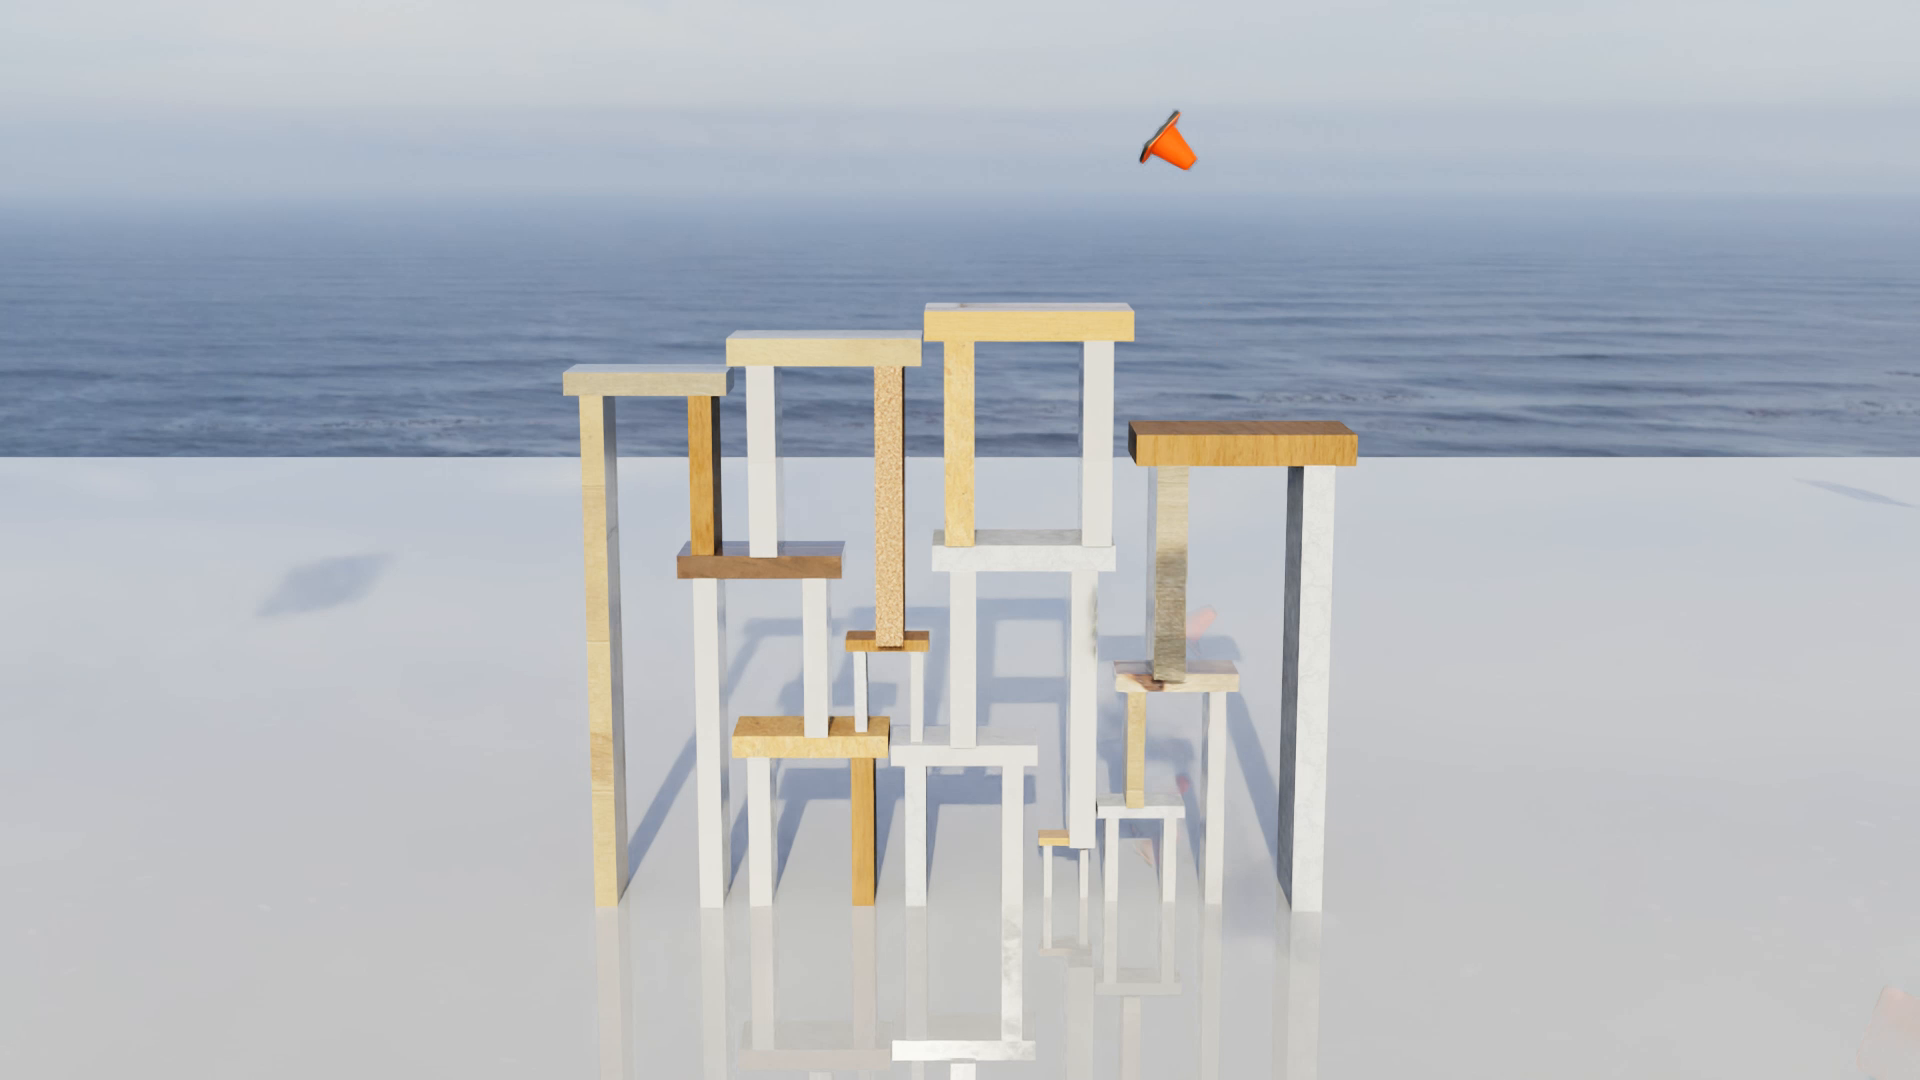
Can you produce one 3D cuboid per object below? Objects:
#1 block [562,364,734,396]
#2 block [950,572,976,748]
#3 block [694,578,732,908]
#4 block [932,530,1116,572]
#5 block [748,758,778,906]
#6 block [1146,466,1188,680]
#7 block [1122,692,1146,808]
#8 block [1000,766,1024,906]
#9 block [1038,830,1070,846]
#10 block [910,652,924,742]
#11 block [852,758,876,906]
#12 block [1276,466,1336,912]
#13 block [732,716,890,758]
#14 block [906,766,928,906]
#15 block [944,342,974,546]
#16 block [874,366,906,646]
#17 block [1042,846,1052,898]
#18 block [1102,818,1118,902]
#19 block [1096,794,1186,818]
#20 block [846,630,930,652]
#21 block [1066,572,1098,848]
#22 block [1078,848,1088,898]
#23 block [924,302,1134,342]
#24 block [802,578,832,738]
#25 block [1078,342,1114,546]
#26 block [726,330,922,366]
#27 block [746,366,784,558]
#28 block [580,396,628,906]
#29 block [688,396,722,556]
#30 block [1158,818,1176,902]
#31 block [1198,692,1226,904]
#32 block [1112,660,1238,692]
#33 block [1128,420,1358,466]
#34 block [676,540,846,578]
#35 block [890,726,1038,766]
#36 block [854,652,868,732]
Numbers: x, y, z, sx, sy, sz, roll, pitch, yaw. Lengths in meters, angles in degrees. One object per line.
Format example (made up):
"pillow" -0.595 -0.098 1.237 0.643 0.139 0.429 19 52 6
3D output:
"block" -0.495 -0.256 3.514 0.256 0.036 0.128 0 11 0
"block" 0.005 0.179 3.596 0.041 0.292 0.146 0 11 0
"block" -0.407 0.320 3.617 0.037 0.550 0.131 0 11 0
"block" 0.102 0.016 3.565 0.292 0.041 0.146 0 11 0
"block" -0.327 0.465 3.650 0.036 0.252 0.126 0 11 0
"block" 0.335 0.038 3.567 0.049 0.346 0.173 0 11 0
"block" 0.286 0.332 3.622 0.028 0.197 0.099 0 10 0
"block" 0.086 0.473 3.650 0.034 0.238 0.119 0 11 0
"block" 0.176 0.494 3.656 0.090 0.013 0.045 0 11 0
"block" -0.070 0.249 3.605 0.019 0.151 0.068 0 11 0
"block" -0.159 0.465 3.650 0.036 0.252 0.126 0 11 0
"block" 0.565 0.229 3.603 0.049 0.734 0.173 0 11 0
"block" -0.243 0.324 3.624 0.252 0.036 0.126 0 11 0
"block" -0.072 0.473 3.650 0.034 0.238 0.119 0 11 0
"block" 0.000 -0.165 3.532 0.046 0.326 0.163 0 11 0
"block" -0.112 -0.065 3.546 0.043 0.448 0.152 0 10 1
"block" 0.146 0.545 3.665 0.013 0.090 0.045 0 11 0
"block" 0.250 0.520 3.653 0.020 0.143 0.072 0 11 0
"block" 0.297 0.440 3.638 0.143 0.020 0.072 0 11 0
"block" -0.118 0.165 3.590 0.135 0.019 0.068 0 11 1
"block" 0.199 0.262 3.611 0.041 0.460 0.146 0 11 0
"block" 0.206 0.545 3.665 0.013 0.090 0.045 0 11 0
"block" 0.108 -0.347 3.497 0.326 0.046 0.163 0 11 0
"block" -0.232 0.179 3.591 0.037 0.262 0.131 0 11 0
"block" 0.217 -0.164 3.531 0.046 0.326 0.163 0 11 0
"block" -0.212 -0.306 3.501 0.303 0.043 0.152 0 11 0
"block" -0.312 -0.136 3.533 0.043 0.303 0.152 0 11 0
"block" -0.580 0.176 3.594 0.036 0.842 0.128 0 11 0
"block" -0.410 -0.113 3.540 0.036 0.256 0.128 0 11 0
"block" 0.345 0.520 3.653 0.020 0.143 0.072 0 11 0
"block" 0.417 0.413 3.637 0.028 0.360 0.099 0 11 0
"block" 0.352 0.222 3.601 0.197 0.028 0.099 0 11 0
"block" 0.450 -0.156 3.531 0.346 0.049 0.173 0 11 0
"block" -0.319 0.032 3.563 0.262 0.037 0.131 0 11 0
"block" 0.007 0.339 3.626 0.238 0.034 0.119 0 11 0
"block" -0.162 0.241 3.603 0.019 0.135 0.068 -1 11 0
